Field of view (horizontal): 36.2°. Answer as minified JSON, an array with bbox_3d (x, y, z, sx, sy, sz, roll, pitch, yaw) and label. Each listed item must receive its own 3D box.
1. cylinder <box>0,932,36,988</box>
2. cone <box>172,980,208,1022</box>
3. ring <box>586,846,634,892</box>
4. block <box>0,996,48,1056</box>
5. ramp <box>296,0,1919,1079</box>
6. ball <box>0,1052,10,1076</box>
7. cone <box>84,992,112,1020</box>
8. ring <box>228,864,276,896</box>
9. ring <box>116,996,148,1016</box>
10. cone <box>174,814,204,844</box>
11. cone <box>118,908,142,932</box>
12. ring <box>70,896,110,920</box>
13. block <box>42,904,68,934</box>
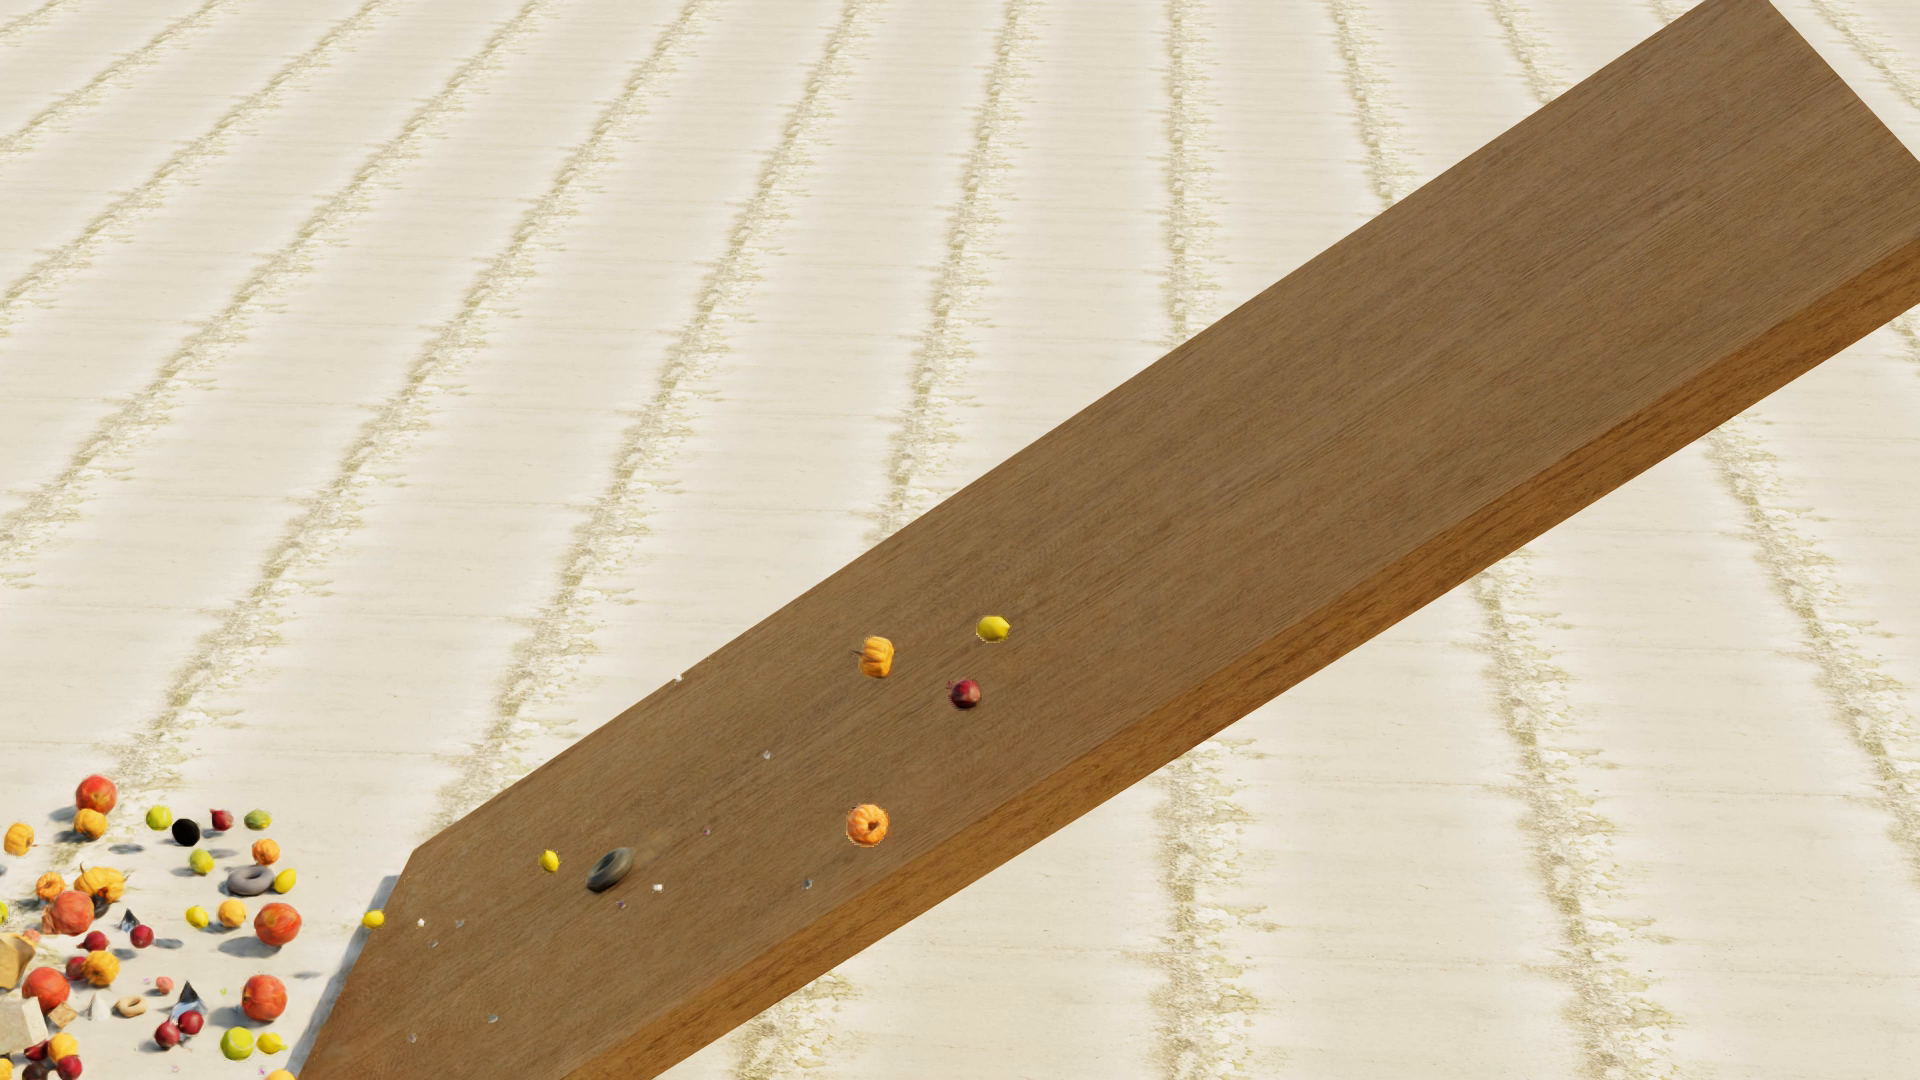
[{"bbox_3d":[-2.345,1.034,7.237,0.098,0.098,0.098,32,1,-1],"label":"cylinder"},{"bbox_3d":[-1.873,1.107,7.141,0.088,0.088,0.088,0,22,0],"label":"cone"},{"bbox_3d":[-0.769,0.724,6.461,0.125,0.042,0.125,-36,15,11],"label":"ring"},{"bbox_3d":[-2.196,1.130,6.837,0.098,0.098,0.098,-15,4,4],"label":"block"},{"bbox_3d":[0.133,0.176,6.312,4.000,0.100,2.000,-33,16,16],"label":"ramp"},{"bbox_3d":[-2.262,1.217,6.872,0.084,0.084,0.084,0,22,0],"label":"ball"},{"bbox_3d":[-2.095,1.123,7.137,0.063,0.063,0.063,0,22,0],"label":"cone"},{"bbox_3d":[-1.863,0.894,7.736,0.124,0.041,0.124,0,22,0],"label":"ring"},{"bbox_3d":[-2.015,1.134,7.159,0.077,0.026,0.077,1,21,0],"label":"ring"},{"bbox_3d":[-2.080,0.779,7.978,0.082,0.082,0.082,2,1,4],"label":"cone"},{"bbox_3d":[-2.130,0.966,7.537,0.056,0.056,0.056,0,22,0],"label":"cone"},{"bbox_3d":[-2.250,0.951,7.604,0.101,0.034,0.101,0,20,0],"label":"ring"},{"bbox_3d":[-2.317,0.971,7.527,0.054,0.054,0.054,-3,22,-6],"label":"block"}]
